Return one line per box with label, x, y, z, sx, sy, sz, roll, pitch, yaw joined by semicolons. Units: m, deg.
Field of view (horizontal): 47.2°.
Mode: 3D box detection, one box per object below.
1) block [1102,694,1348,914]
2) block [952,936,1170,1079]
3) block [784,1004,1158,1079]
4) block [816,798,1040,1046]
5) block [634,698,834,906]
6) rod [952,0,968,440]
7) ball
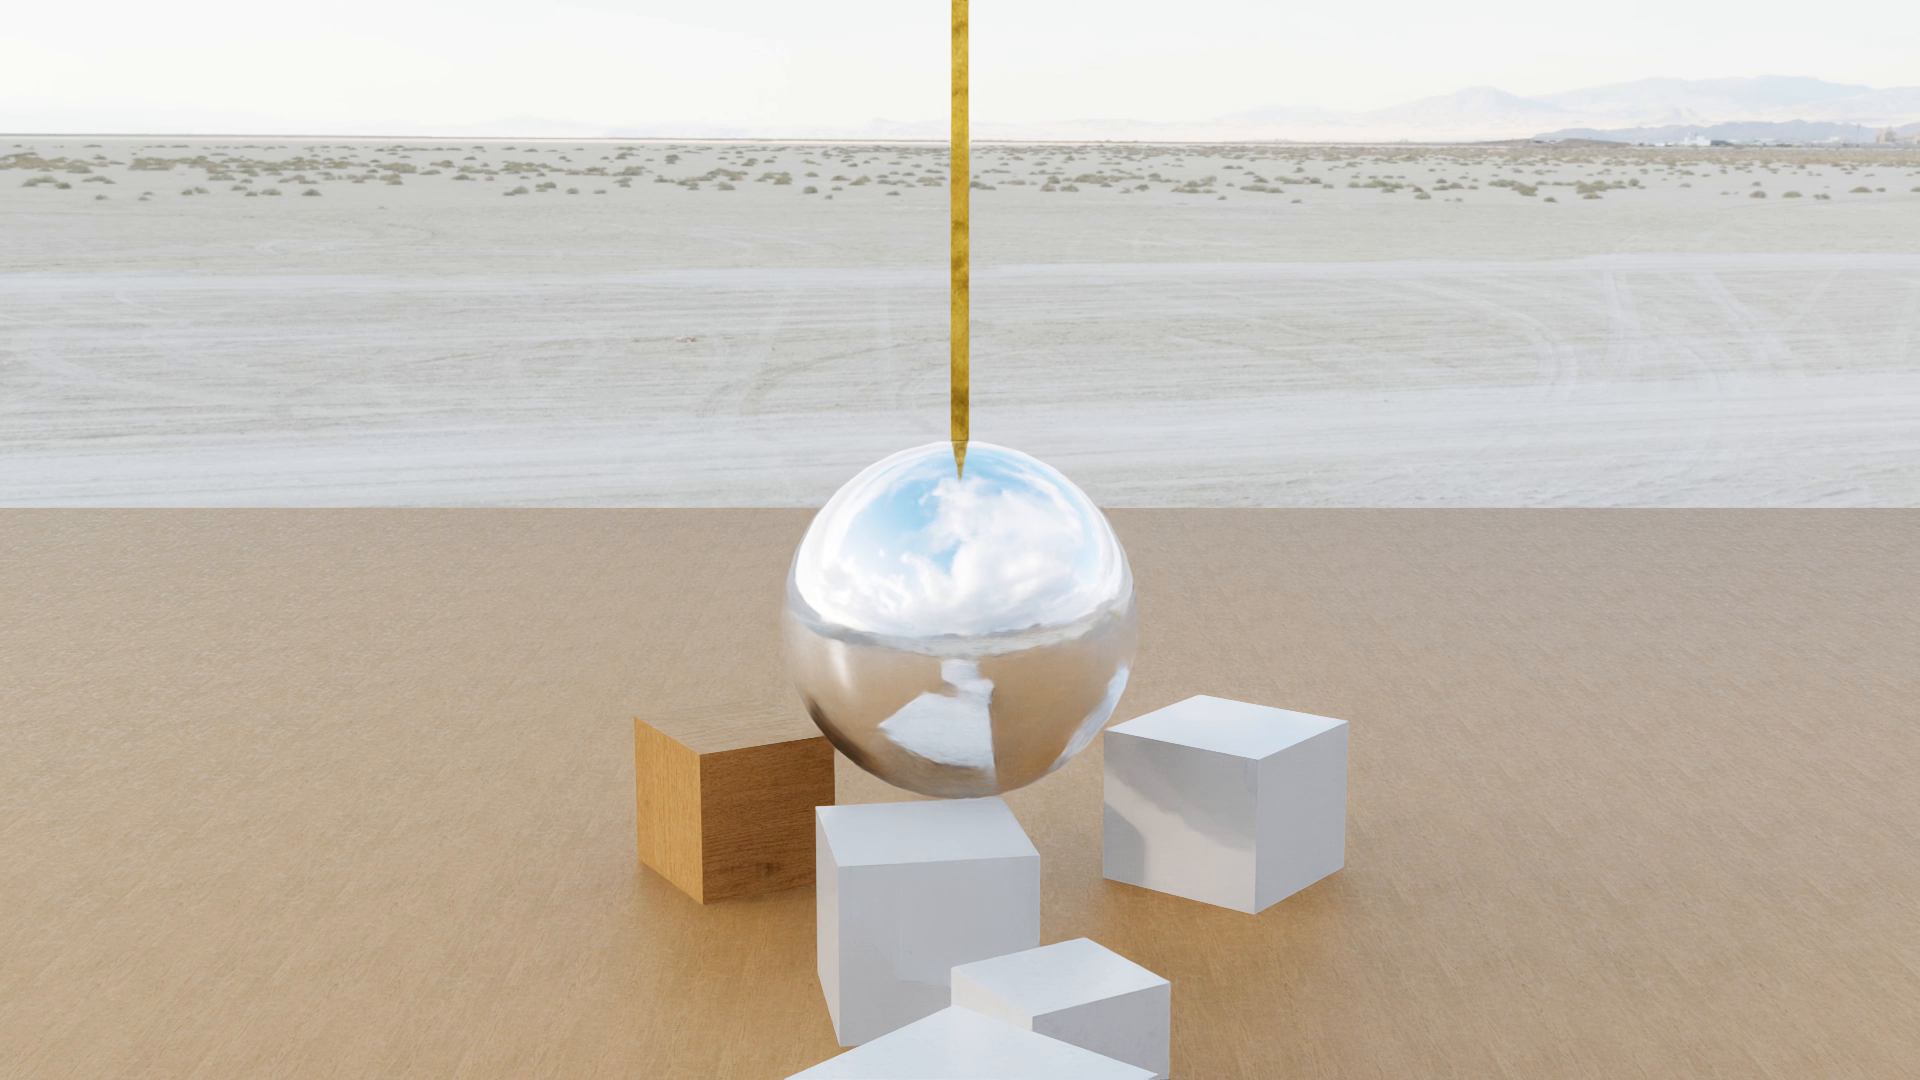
block;1.284;1.252;10.621;0.843;0.737;0.856;8;13;37
block;0.360;1.833;7.963;0.592;0.545;0.532;-6;12;-31
block;0.000;1.980;6.658;0.822;0.721;0.877;9;14;41
block;-0.147;1.544;9.013;0.799;0.738;0.792;-2;10;-10
block;-1.097;1.249;10.669;0.692;0.725;0.793;-6;12;-30
rod;0.000;-3.041;10.021;0.080;5.200;0.080;0;-3;0
ball;0.000;0.354;9.845;1.600;1.600;1.600;0;10;0
